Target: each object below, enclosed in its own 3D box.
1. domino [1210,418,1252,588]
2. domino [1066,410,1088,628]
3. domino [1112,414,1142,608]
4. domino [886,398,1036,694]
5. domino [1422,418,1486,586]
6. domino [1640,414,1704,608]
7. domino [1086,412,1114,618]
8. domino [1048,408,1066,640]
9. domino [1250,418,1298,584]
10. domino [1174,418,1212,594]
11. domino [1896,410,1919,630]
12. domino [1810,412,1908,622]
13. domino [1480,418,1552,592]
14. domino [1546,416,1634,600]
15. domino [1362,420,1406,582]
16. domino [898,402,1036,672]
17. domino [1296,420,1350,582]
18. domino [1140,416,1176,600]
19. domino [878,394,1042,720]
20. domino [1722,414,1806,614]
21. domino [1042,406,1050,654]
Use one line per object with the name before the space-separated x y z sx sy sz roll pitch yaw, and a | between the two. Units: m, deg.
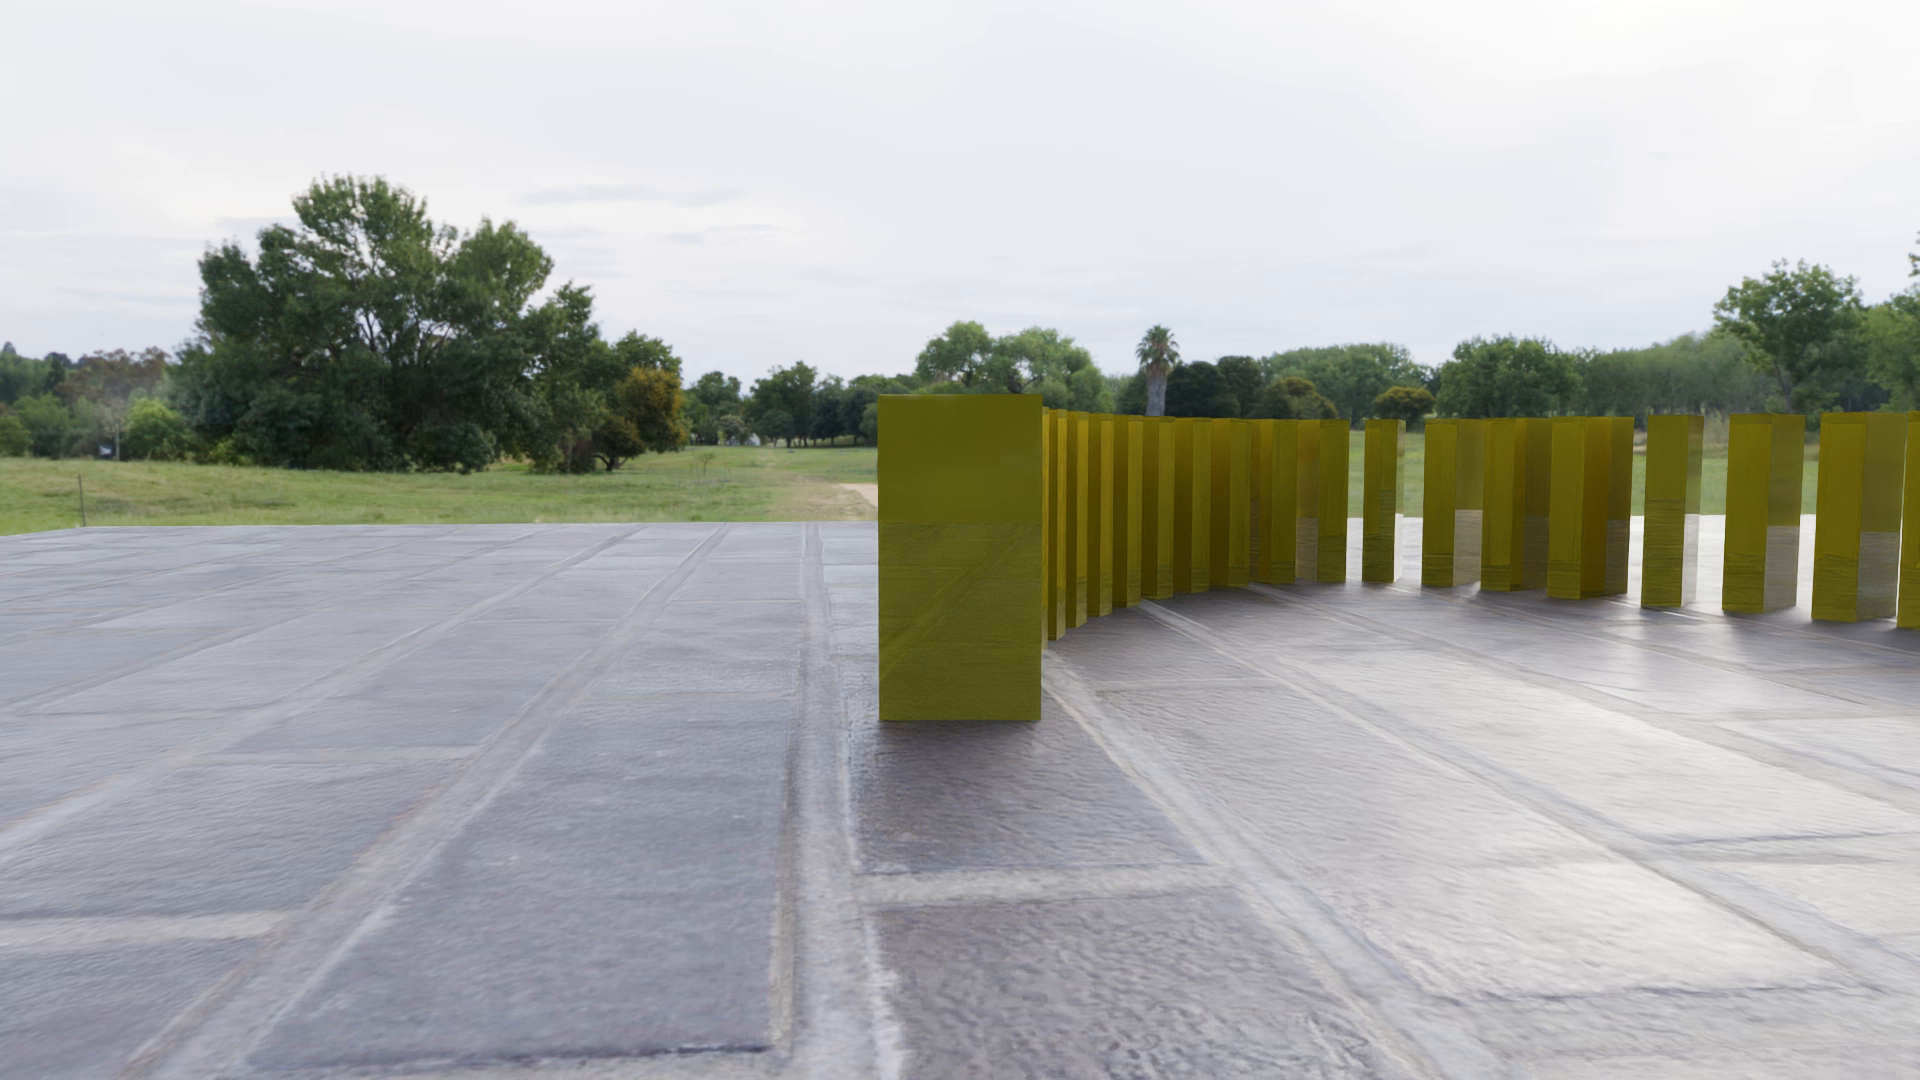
domino | 0.075 -0.012 0.390 0.010 0.050 0.025 -3 5 -38
domino | 0.017 -0.005 0.304 0.025 0.050 0.010 2 5 21
domino | 0.035 -0.008 0.342 0.025 0.050 0.009 3 5 30
domino | 0.000 0.001 0.222 0.025 0.050 0.009 0 4 2
domino | 0.151 -0.012 0.393 0.009 0.050 0.025 4 6 40
domino | 0.192 -0.008 0.345 0.010 0.050 0.025 3 5 38
domino | 0.025 -0.007 0.323 0.025 0.050 0.010 2 5 25
domino | 0.010 -0.004 0.284 0.025 0.050 0.010 1 4 16
domino | 0.093 -0.013 0.401 0.009 0.050 0.025 -2 5 -25
domino | 0.060 -0.011 0.376 0.025 0.050 0.010 4 6 43
domino | 0.231 -0.005 0.297 0.025 0.050 0.010 -2 5 -22
domino | 0.221 -0.006 0.315 0.025 0.050 0.010 -3 5 -36
domino | 0.166 -0.011 0.378 0.025 0.050 0.010 -3 5 -34
domino | 0.177 -0.009 0.360 0.025 0.050 0.009 -3 5 -35
domino | 0.134 -0.013 0.405 0.009 0.050 0.025 2 5 24
domino | 0.002 -0.001 0.243 0.025 0.050 0.010 0 4 6
domino | 0.113 -0.013 0.407 0.010 0.050 0.025 -1 4 -8
domino | 0.047 -0.009 0.359 0.025 0.050 0.009 3 5 36
domino | 0.000 0.002 0.201 0.025 0.050 0.009 0 4 0
domino | 0.208 -0.007 0.331 0.025 0.050 0.010 -4 6 -40
domino | 0.005 -0.002 0.264 0.025 0.050 0.010 1 4 12
